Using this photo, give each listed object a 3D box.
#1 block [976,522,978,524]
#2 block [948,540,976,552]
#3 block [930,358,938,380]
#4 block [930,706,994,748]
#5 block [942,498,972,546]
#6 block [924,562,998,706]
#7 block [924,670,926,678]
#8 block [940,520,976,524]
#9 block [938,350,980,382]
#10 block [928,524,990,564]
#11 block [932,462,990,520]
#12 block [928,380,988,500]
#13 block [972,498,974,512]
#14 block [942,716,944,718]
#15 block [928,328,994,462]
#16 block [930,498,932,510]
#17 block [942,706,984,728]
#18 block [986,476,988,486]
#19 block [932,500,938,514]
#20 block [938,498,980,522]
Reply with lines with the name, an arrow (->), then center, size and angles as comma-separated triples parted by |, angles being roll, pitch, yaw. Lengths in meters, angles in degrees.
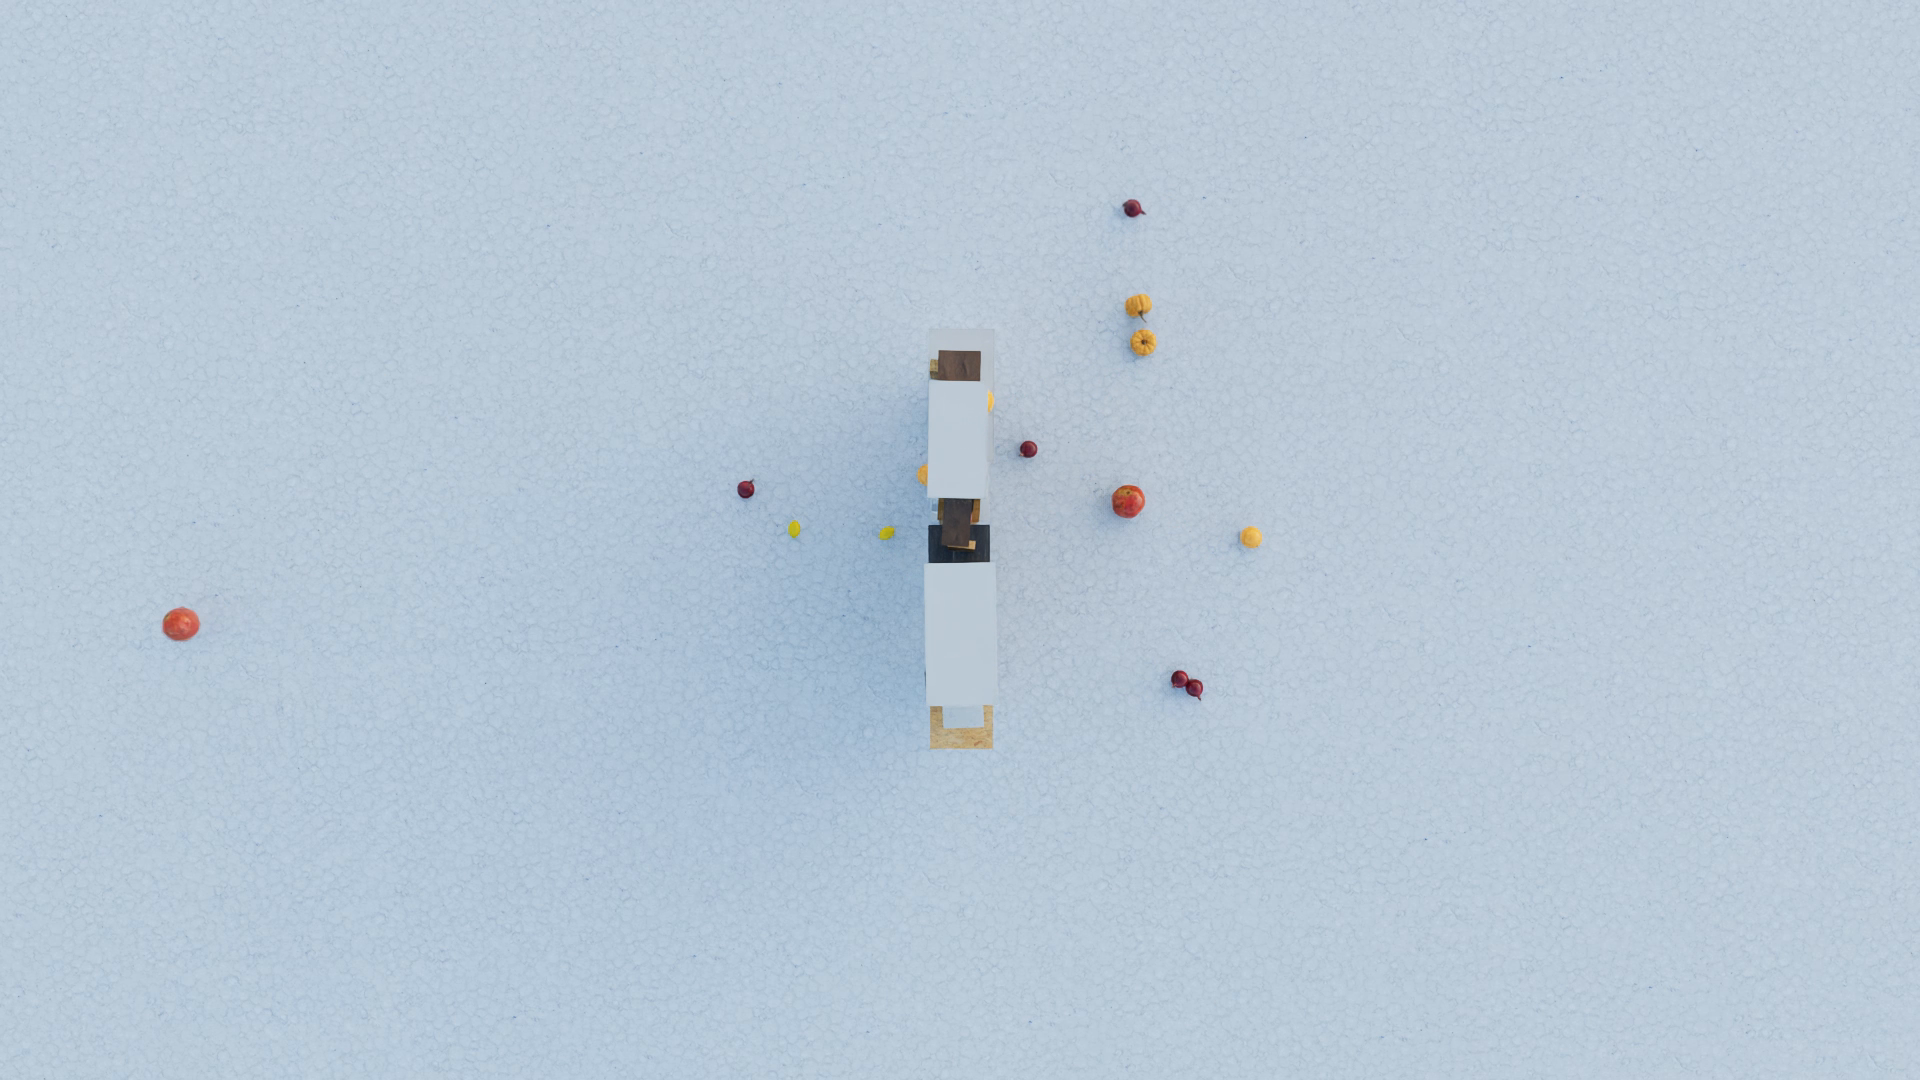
block -> 0.005, -0.003, 5.277 | 0.104, 0.029, 0.208 | 0, 90, 0
block -> 0.003, 0.014, 4.002 | 0.066, 0.132, 0.019 | 5, 86, 0
block -> -0.023, -0.433, 4.236 | 0.106, 0.212, 0.030 | 6, 90, 0
block -> 0.004, 0.391, 4.441 | 0.168, 0.048, 0.337 | 0, 90, 0
block -> -0.007, -0.052, 3.926 | 0.066, 0.019, 0.132 | 4, 90, 0
block -> 0.002, 0.212, 3.725 | 0.160, 0.045, 0.320 | -1, 90, 0
block -> 0.001, 0.317, 3.965 | 0.160, 0.433, 0.045 | -5, 90, 0
block -> -0.006, -0.105, 4.522 | 0.102, 0.029, 0.203 | 0, 90, 0
block -> -0.003, -0.365, 4.115 | 0.106, 0.030, 0.212 | 1, 90, 0
block -> -0.002, 0.115, 4.090 | 0.153, 0.043, 0.305 | 0, 90, 0
block -> 0.000, -0.223, 4.763 | 0.167, 0.047, 0.335 | 0, 90, 0
block -> -0.005, -0.231, 3.811 | 0.135, 0.038, 0.269 | 1, 90, 0
block -> 0.000, -0.092, 4.019 | 0.066, 0.167, 0.019 | 4, 82, 0
block -> 0.005, 0.440, 4.314 | 0.103, 0.206, 0.029 | 0, 90, 0
block -> 0.003, -0.382, 4.367 | 0.174, 0.049, 0.348 | 0, 90, 0
block -> -0.003, -0.111, 4.954 | 0.167, 0.335, 0.047 | 0, 90, 0
block -> 0.006, 0.373, 4.196 | 0.103, 0.029, 0.206 | -2, 90, 0
block -> -0.003, -0.138, 3.967 | 0.135, 0.273, 0.038 | 6, 90, 0
block -> -0.018, -0.083, 4.320 | 0.104, 0.374, 0.030 | 5, 90, 0
block -> 0.002, -0.151, 4.118 | 0.104, 0.030, 0.209 | 4, 90, 0
